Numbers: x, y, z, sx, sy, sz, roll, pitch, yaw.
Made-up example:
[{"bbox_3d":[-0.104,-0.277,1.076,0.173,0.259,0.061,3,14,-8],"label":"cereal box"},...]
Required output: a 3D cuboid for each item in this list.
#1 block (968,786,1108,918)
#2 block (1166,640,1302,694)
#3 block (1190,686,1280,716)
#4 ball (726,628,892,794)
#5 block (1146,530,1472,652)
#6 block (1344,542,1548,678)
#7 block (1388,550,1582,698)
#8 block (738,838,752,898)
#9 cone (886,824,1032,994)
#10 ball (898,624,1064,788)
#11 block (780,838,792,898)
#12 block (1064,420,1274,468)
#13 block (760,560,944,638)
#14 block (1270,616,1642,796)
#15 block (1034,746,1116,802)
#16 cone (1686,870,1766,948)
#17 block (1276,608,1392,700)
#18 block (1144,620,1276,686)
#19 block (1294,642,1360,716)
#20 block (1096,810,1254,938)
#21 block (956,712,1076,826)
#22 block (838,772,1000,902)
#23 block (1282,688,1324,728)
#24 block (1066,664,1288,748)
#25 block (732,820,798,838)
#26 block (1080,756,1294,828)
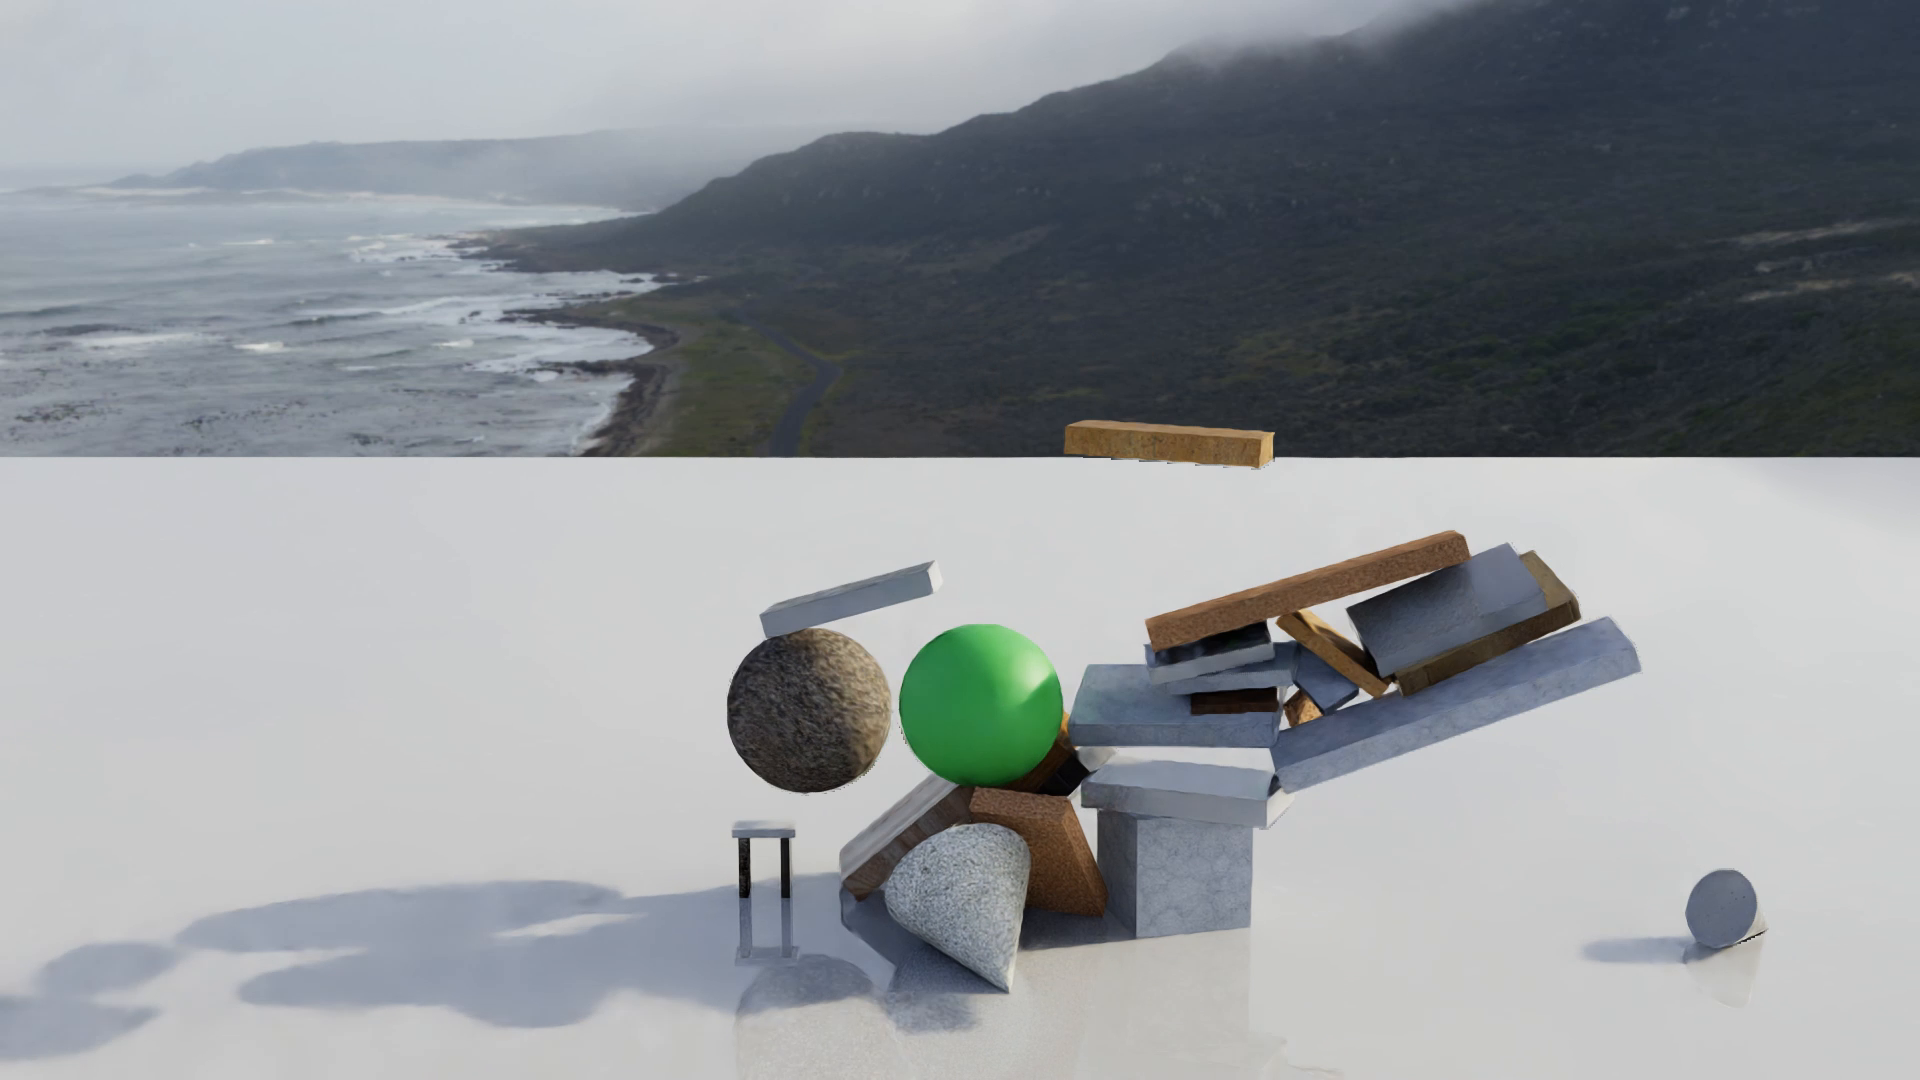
[{"bbox_3d":[0.128,0.496,3.482,0.153,0.305,0.043,4,54,21],"label":"block"},{"bbox_3d":[0.439,0.205,3.530,0.202,0.029,0.101,-6,22,20],"label":"block"},{"bbox_3d":[0.440,0.250,3.515,0.137,0.019,0.068,-4,30,14],"label":"block"},{"bbox_3d":[-0.254,0.286,3.706,0.279,0.279,0.279,0,11,0],"label":"ball"},{"bbox_3d":[0.547,0.080,3.498,0.512,0.040,0.141,-17,2,5],"label":"block"},{"bbox_3d":[0.770,0.110,3.490,0.282,0.040,0.141,-22,36,2],"label":"block"},{"bbox_3d":[0.815,0.132,3.518,0.308,0.044,0.154,-24,33,-1],"label":"block"},{"bbox_3d":[-0.359,0.538,3.664,0.015,0.104,0.052,0,11,0],"label":"block"},{"bbox_3d":[0.036,0.599,3.328,0.239,0.239,0.239,-4,38,-21],"label":"cone"},{"bbox_3d":[0.034,0.263,3.500,0.262,0.262,0.262,0,11,0],"label":"ball"},{"bbox_3d":[-0.289,0.538,3.664,0.015,0.104,0.052,0,11,0],"label":"block"},{"bbox_3d":[0.334,-0.154,3.491,0.308,0.044,0.154,5,8,15],"label":"block"},{"bbox_3d":[-0.175,0.096,3.577,0.282,0.040,0.141,-15,5,7],"label":"block"},{"bbox_3d":[0.762,0.256,3.430,0.570,0.044,0.154,-20,13,7],"label":"block"},{"bbox_3d":[0.124,0.458,3.642,0.043,0.305,0.153,45,19,10],"label":"block"},{"bbox_3d":[1.237,0.598,3.470,0.126,0.126,0.126,25,-4,-32],"label":"cone"},{"bbox_3d":[0.603,0.175,3.531,0.202,0.029,0.101,37,17,9],"label":"block"},{"bbox_3d":[0.400,0.180,3.538,0.202,0.029,0.101,-13,20,6],"label":"block"},{"bbox_3d":[0.572,0.217,3.533,0.068,0.019,0.137,-32,51,-10],"label":"block"},{"bbox_3d":[0.346,0.511,3.564,0.194,0.194,0.194,-3,11,-15],"label":"block"},{"bbox_3d":[0.072,0.440,3.702,0.047,0.333,0.167,42,14,0],"label":"block"},{"bbox_3d":[-0.059,0.459,3.690,0.333,0.047,0.167,-40,11,3],"label":"block"},{"bbox_3d":[0.589,0.256,3.598,0.019,0.068,0.169,-4,26,45],"label":"block"},{"bbox_3d":[0.356,0.268,3.582,0.333,0.047,0.167,-2,31,18],"label":"block"},{"bbox_3d":[-0.324,0.479,3.653,0.104,0.015,0.052,0,11,0],"label":"block"},{"bbox_3d":[0.363,0.398,3.503,0.305,0.043,0.153,3,12,24],"label":"block"}]
